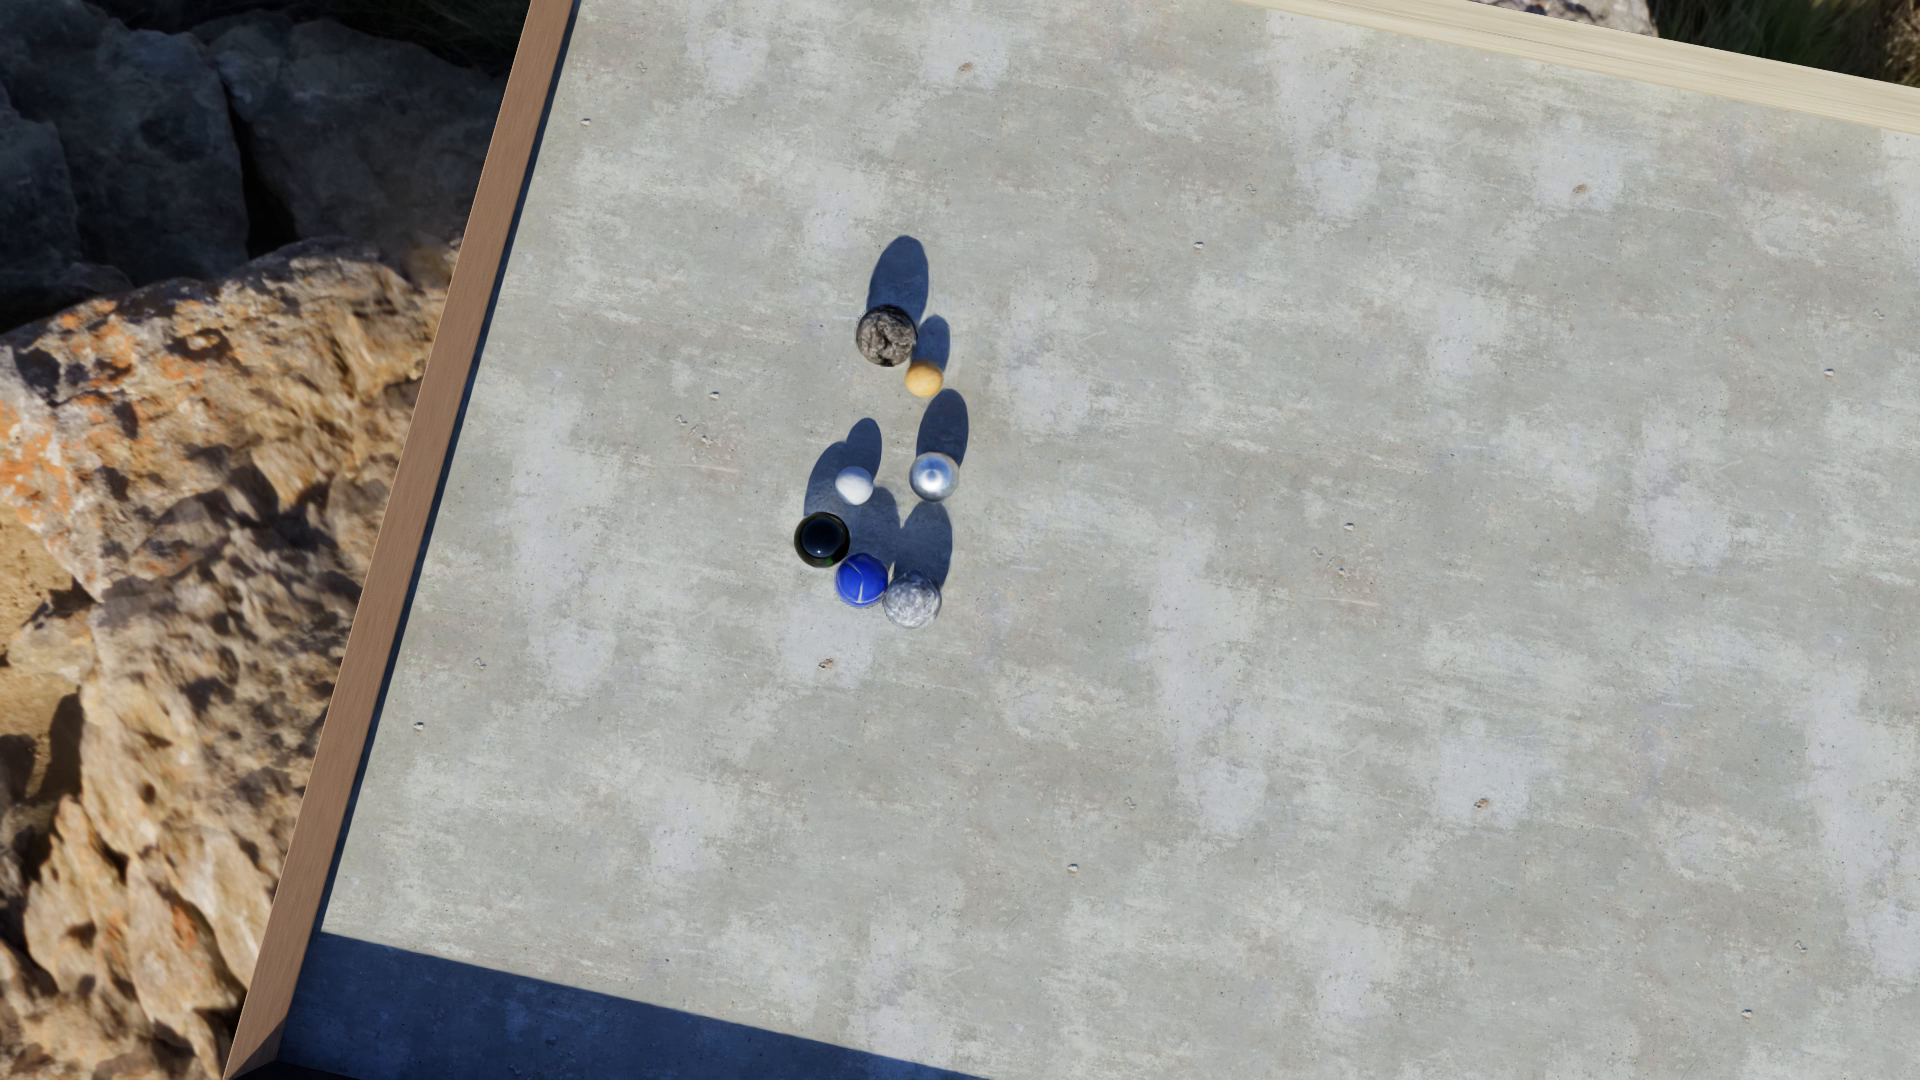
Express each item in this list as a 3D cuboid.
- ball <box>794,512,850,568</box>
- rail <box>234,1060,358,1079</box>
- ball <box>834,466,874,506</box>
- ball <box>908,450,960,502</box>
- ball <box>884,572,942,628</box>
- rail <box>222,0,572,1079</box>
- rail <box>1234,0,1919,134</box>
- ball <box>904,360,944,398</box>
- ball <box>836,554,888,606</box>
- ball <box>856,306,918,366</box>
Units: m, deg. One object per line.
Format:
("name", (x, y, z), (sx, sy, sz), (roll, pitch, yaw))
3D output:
("ball", (-0.208, 0.000, 3.320), (0.086, 0.086, 0.086), (0, 76, 0))
("rail", (0.611, 1.092, 3.034), (3.342, 0.123, 0.045), (12, 77, 3))
("ball", (-0.161, -0.083, 3.353), (0.060, 0.060, 0.060), (0, 76, 0))
("ball", (-0.039, -0.097, 3.347), (0.078, 0.078, 0.078), (0, 76, 0))
("ball", (-0.070, 0.090, 3.298), (0.086, 0.086, 0.086), (0, 76, 0))
("rail", (-0.794, -0.171, 3.341), (0.045, 0.123, 1.997), (12, 77, 3))
("rail", (1.022, -0.760, 3.485), (3.342, 0.123, 0.045), (12, 77, 3))
("ball", (-0.055, -0.249, 3.394), (0.060, 0.060, 0.060), (0, 76, 0))
("ball", (-0.147, 0.060, 3.308), (0.080, 0.080, 0.080), (0, 76, 0))
("ball", (-0.113, -0.315, 3.392), (0.095, 0.095, 0.095), (0, 76, 0))
